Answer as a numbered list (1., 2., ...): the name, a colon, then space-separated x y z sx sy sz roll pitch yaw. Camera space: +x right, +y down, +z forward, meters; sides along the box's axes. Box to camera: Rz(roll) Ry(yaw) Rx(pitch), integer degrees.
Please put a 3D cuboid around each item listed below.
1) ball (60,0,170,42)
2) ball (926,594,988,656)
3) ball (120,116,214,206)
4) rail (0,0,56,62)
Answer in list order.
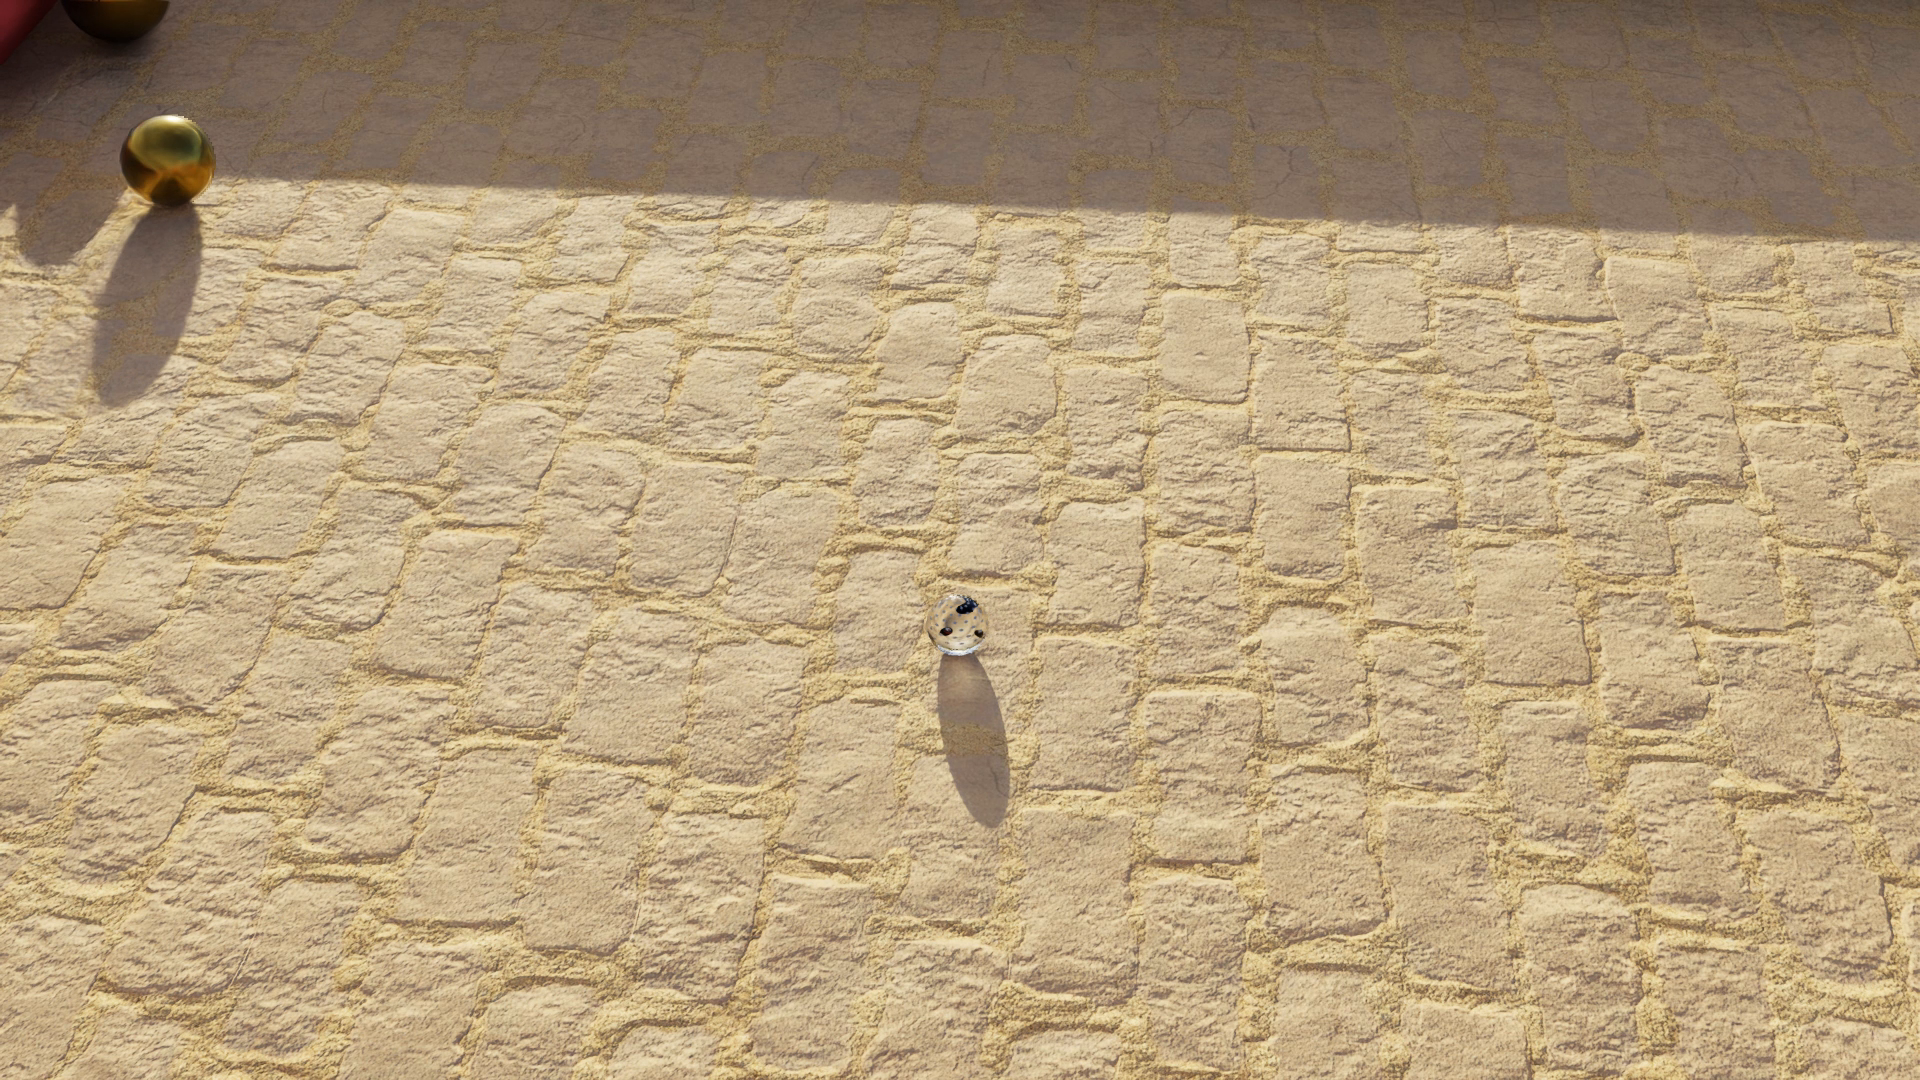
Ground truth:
1. ball: -0.787 -0.514 2.386 0.099 0.099 0.099 0 36 0
2. ball: -0.002 0.055 1.651 0.040 0.040 0.040 0 36 0
3. ball: -0.660 -0.316 2.134 0.074 0.074 0.074 0 36 0
4. rail: -0.920 -0.072 1.749 0.045 0.129 2.152 3 36 4
